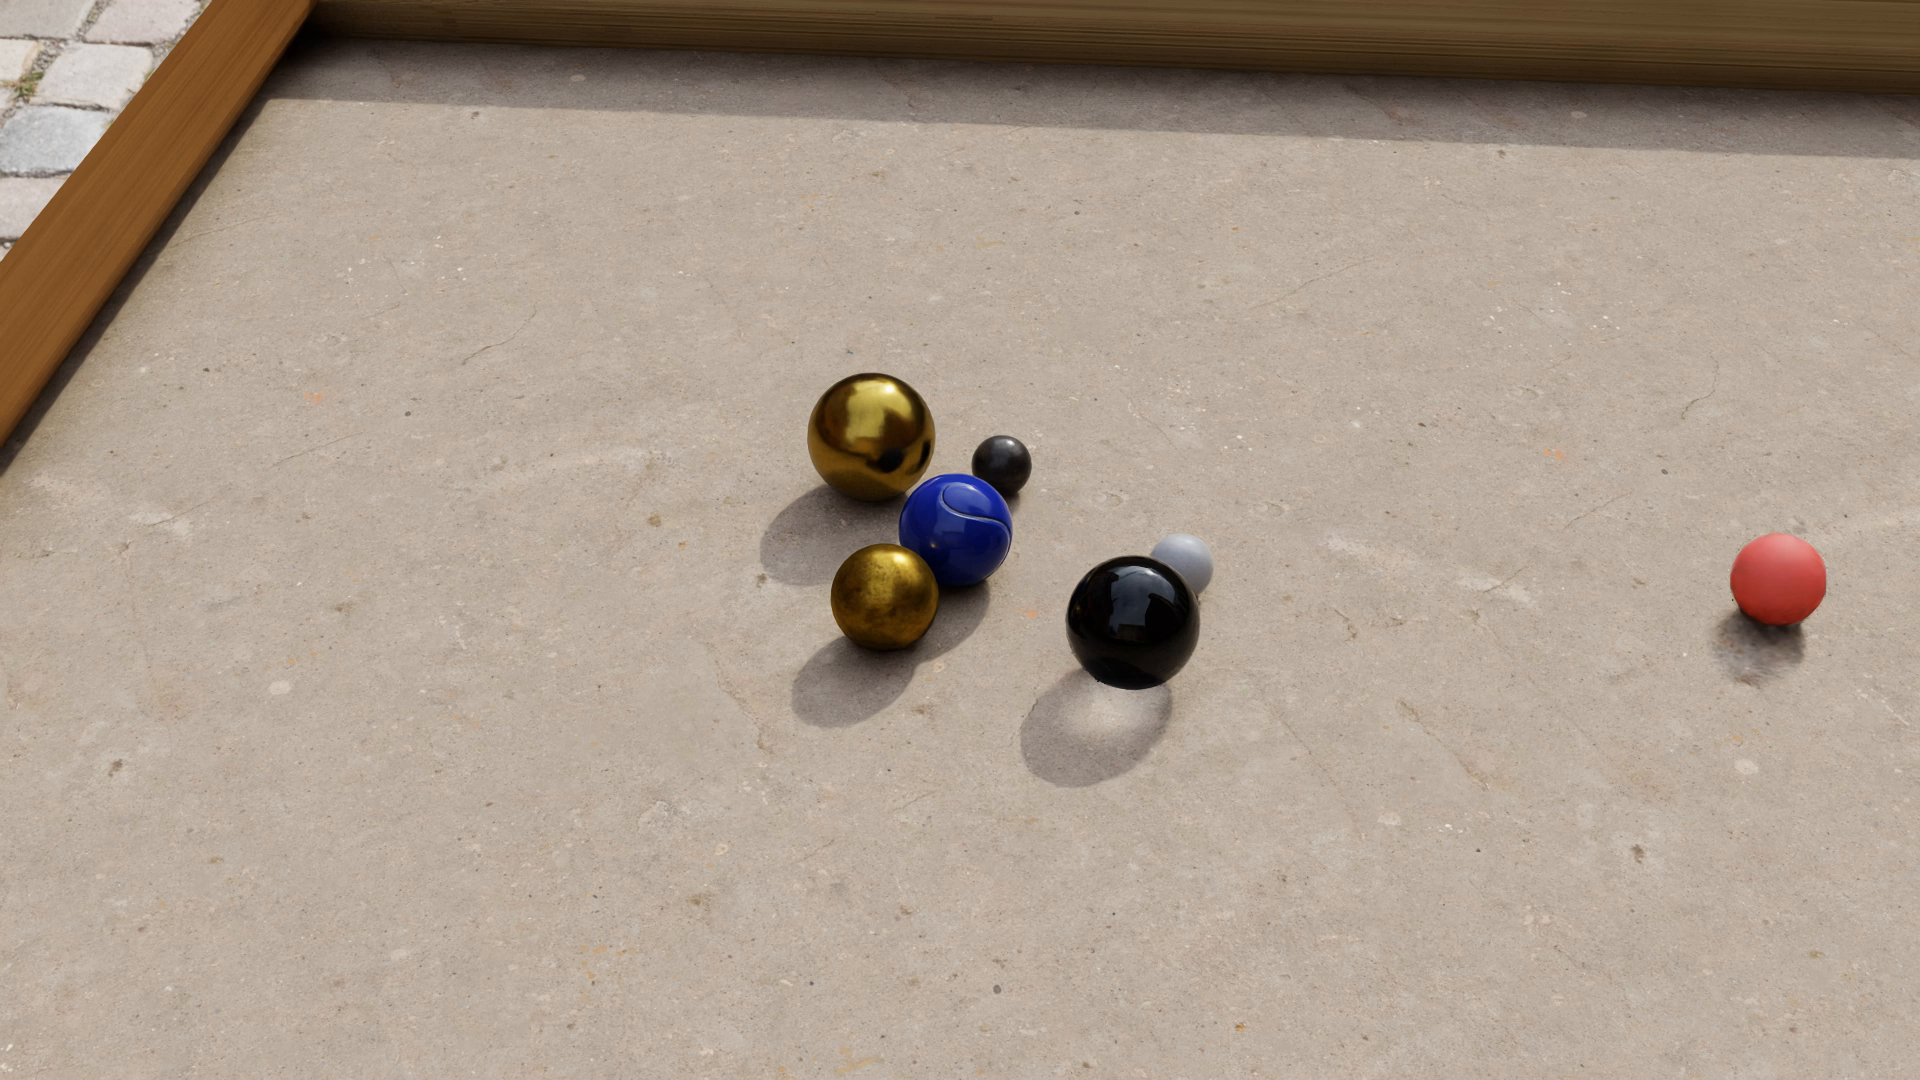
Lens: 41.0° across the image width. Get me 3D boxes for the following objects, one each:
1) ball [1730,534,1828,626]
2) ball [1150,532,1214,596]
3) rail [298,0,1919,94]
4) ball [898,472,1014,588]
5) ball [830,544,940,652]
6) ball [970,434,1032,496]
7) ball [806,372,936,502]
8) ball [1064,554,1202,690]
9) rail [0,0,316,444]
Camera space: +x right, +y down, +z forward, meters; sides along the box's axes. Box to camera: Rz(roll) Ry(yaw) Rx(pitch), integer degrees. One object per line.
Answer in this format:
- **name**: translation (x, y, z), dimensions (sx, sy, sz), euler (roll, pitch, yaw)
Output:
- **ball**: translation (0.584, 0.028, 1.829), dimensions (0.066, 0.066, 0.066), euler (0, 35, 0)
- **ball**: translation (0.160, 0.019, 1.858), dimensions (0.048, 0.048, 0.048), euler (0, 35, 0)
- **rail**: translation (0.847, -0.491, 2.518), dimensions (3.096, 0.128, 0.045), euler (3, 35, 4)
- **ball**: translation (-0.003, -0.007, 1.864), dimensions (0.084, 0.084, 0.084), euler (0, 35, 0)
- **ball**: translation (-0.053, 0.040, 1.802), dimensions (0.077, 0.077, 0.077), euler (0, 35, 0)
- **ball**: translation (0.032, -0.057, 1.968), dimensions (0.047, 0.047, 0.047), euler (0, 35, 0)
- **ball**: translation (-0.067, -0.078, 1.954), dimensions (0.098, 0.098, 0.098), euler (0, 35, 0)
- **ball**: translation (0.119, 0.057, 1.764), dimensions (0.093, 0.093, 0.093), euler (0, 35, 0)
- **rail**: translation (-0.748, -0.059, 1.899), dimensions (0.045, 0.128, 1.823), euler (3, 35, 4)
